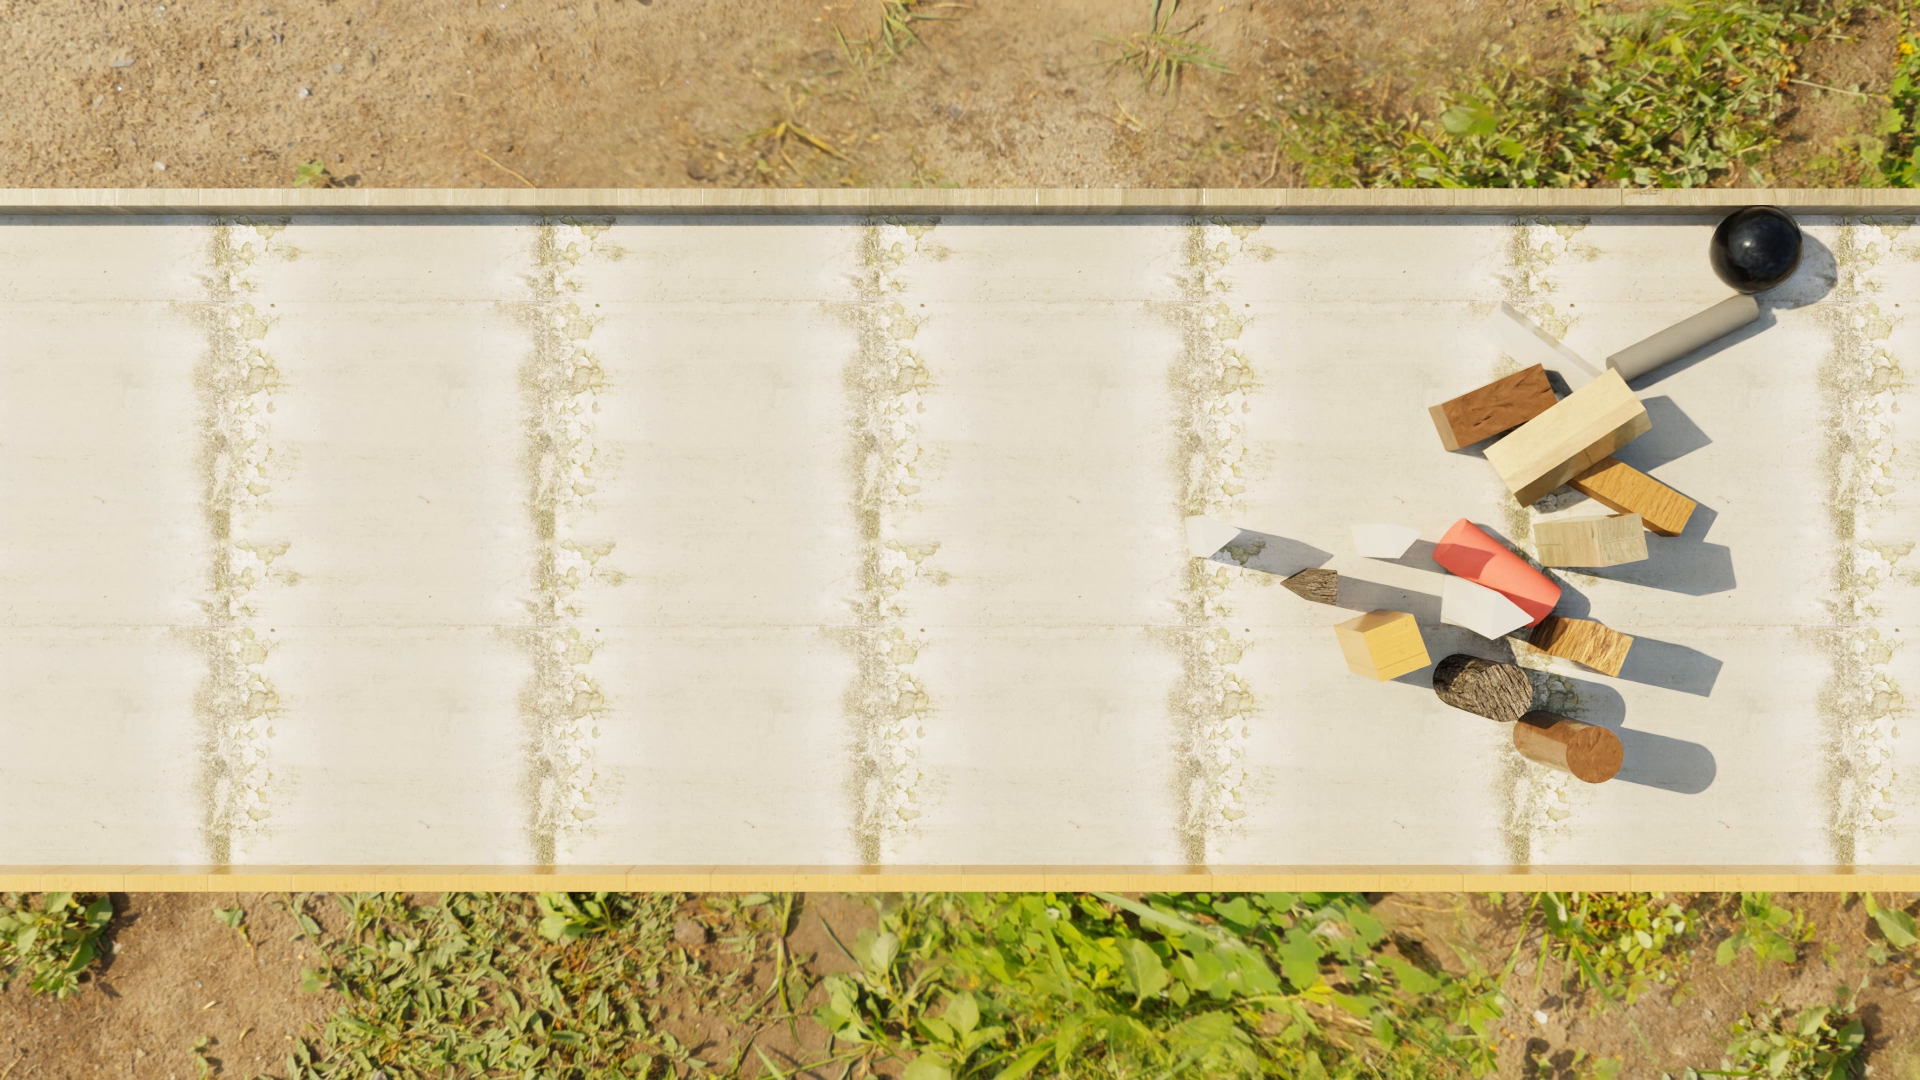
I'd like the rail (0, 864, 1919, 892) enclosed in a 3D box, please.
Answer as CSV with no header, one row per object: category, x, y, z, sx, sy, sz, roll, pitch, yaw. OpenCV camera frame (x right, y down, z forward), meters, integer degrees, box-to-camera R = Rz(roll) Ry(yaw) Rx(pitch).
rail,-2.247,1.025,5.001,12.000,0.150,0.050,0,90,0

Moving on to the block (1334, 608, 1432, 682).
block,1.246,0.309,4.887,0.151,0.378,0.151,-21,90,0

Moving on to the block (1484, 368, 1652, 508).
block,1.808,-0.300,4.910,0.434,0.163,0.163,-35,61,16

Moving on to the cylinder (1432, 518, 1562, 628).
cylinder,1.626,0.100,4.999,0.354,0.156,0.156,36,90,0

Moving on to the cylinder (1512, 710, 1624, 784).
cylinder,1.782,0.603,4.854,0.162,0.446,0.162,0,90,0

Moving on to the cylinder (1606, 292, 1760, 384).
cylinder,2.201,-0.612,5.026,0.454,0.100,0.100,-26,90,0

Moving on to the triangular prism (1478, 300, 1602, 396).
triangular prism,1.808,-0.557,5.020,0.449,0.107,0.124,36,90,0

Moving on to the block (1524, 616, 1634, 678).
block,1.816,0.309,4.858,0.120,0.438,0.120,23,90,0

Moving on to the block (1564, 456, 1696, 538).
block,2.024,-0.150,5.019,0.378,0.115,0.115,29,90,0

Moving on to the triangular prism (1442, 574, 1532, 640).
triangular prism,1.530,0.177,4.866,0.133,0.410,0.115,-24,97,0

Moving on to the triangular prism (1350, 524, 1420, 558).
triangular prism,1.233,-0.016,4.857,0.088,0.440,0.102,42,90,0

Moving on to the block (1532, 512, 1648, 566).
block,1.849,0.002,4.856,0.132,0.434,0.132,-10,90,-4

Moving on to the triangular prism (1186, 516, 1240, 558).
triangular prism,0.727,-0.029,4.913,0.123,0.328,0.107,-38,90,0

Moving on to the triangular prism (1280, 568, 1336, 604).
triangular prism,1.048,0.122,4.881,0.099,0.392,0.085,31,90,0

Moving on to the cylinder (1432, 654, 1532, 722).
cylinder,1.538,0.433,4.871,0.166,0.411,0.166,0,90,0

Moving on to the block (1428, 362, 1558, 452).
block,1.616,-0.402,5.004,0.323,0.145,0.145,-23,90,0

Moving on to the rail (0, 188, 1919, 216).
rail,-2.247,-1.025,5.002,12.000,0.150,0.050,0,90,0

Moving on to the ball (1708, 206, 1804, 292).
ball,2.386,-0.871,4.948,0.256,0.256,0.256,0,90,0
